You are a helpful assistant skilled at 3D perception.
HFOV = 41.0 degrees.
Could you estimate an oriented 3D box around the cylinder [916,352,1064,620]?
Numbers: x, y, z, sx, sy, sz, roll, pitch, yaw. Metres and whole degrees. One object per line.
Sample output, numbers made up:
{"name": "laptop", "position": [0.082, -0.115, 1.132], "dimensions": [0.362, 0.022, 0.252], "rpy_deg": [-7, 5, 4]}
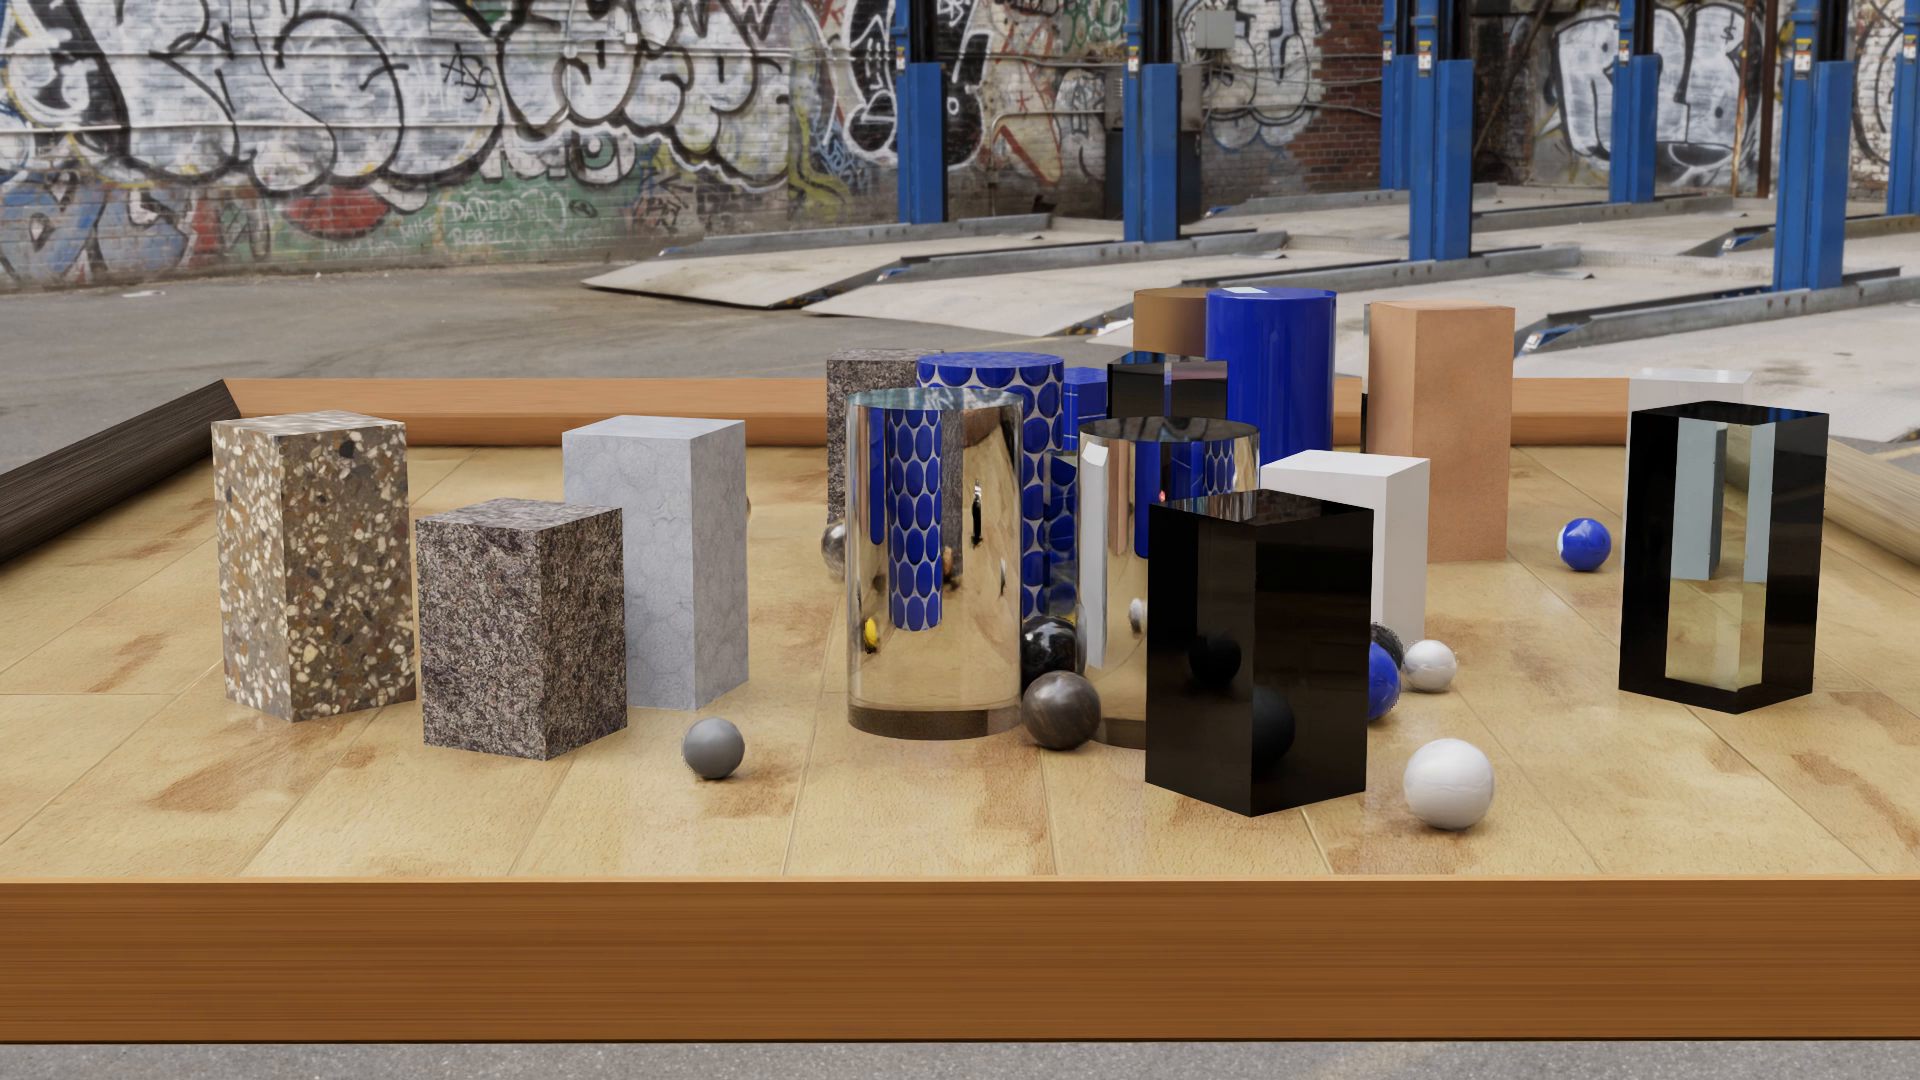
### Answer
{"name": "cylinder", "position": [0.041, -0.076, 3.472], "dimensions": [0.198, 0.338, 0.198], "rpy_deg": [0, 10, 0]}

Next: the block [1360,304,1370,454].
{"name": "block", "position": [0.766, -0.211, 4.191], "dimensions": [0.159, 0.341, 0.159], "rpy_deg": [-4, 11, -22]}

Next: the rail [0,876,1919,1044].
{"name": "rail", "position": [0.009, 0.311, 1.947], "dimensions": [2.833, 0.129, 0.045], "rpy_deg": [0, 10, 0]}

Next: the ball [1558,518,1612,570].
{"name": "ball", "position": [0.911, 0.006, 3.743], "dimensions": [0.077, 0.077, 0.077], "rpy_deg": [0, 10, 0]}

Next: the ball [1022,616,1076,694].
{"name": "ball", "position": [0.100, 0.138, 2.972], "dimensions": [0.099, 0.099, 0.099], "rpy_deg": [0, 10, 0]}

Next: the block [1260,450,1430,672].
{"name": "block", "position": [0.470, 0.029, 3.142], "dimensions": [0.159, 0.251, 0.159], "rpy_deg": [6, 12, 28]}

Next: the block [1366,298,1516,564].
{"name": "block", "position": [0.718, -0.167, 3.857], "dimensions": [0.159, 0.375, 0.159], "rpy_deg": [-3, 11, -16]}

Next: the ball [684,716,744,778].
{"name": "ball", "position": [-0.255, 0.215, 2.655], "dimensions": [0.063, 0.063, 0.063], "rpy_deg": [0, 10, 0]}

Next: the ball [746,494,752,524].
{"name": "ball", "position": [-0.374, -0.048, 3.974], "dimensions": [0.099, 0.099, 0.099], "rpy_deg": [0, 10, 0]}

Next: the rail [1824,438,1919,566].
{"name": "rail", "position": [1.393, 0.032, 3.457], "dimensions": [0.045, 0.129, 3.101], "rpy_deg": [0, 10, 0]}

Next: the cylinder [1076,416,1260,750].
{"name": "cylinder", "position": [0.227, 0.044, 2.827], "dimensions": [0.198, 0.336, 0.198], "rpy_deg": [0, 10, 0]}

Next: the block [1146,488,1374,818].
{"name": "block", "position": [0.302, 0.109, 2.599], "dimensions": [0.159, 0.291, 0.159], "rpy_deg": [-8, 13, -36]}

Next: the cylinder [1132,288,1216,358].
{"name": "cylinder", "position": [0.387, -0.236, 4.287], "dimensions": [0.198, 0.355, 0.198], "rpy_deg": [0, 10, 0]}

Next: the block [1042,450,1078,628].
{"name": "block", "position": [0.204, 0.015, 3.243], "dimensions": [0.159, 0.241, 0.159], "rpy_deg": [-3, 11, -15]}

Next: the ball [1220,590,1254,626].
{"name": "ball", "position": [0.365, 0.089, 3.380], "dimensions": [0.046, 0.046, 0.046], "rpy_deg": [0, 10, 0]}

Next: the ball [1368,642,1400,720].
{"name": "ball", "position": [0.446, 0.158, 2.879], "dimensions": [0.093, 0.093, 0.093], "rpy_deg": [0, 10, 0]}

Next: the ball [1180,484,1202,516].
{"name": "ball", "position": [0.386, -0.065, 4.191], "dimensions": [0.053, 0.053, 0.053], "rpy_deg": [0, 10, 0]}

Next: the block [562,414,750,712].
{"name": "block", "position": [-0.353, 0.023, 3.001], "dimensions": [0.159, 0.314, 0.159], "rpy_deg": [3, 11, 18]}

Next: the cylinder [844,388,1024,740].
{"name": "cylinder", "position": [-0.029, 0.022, 2.867], "dimensions": [0.198, 0.364, 0.198], "rpy_deg": [0, 10, 0]}

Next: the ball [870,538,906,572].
{"name": "ball", "position": [-0.104, 0.022, 3.730], "dimensions": [0.051, 0.051, 0.051], "rpy_deg": [0, 10, 0]}

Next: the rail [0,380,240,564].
{"name": "rail", "position": [-1.393, 0.035, 3.441], "dimensions": [0.045, 0.129, 3.101], "rpy_deg": [0, 10, 0]}

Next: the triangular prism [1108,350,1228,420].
{"name": "triangular prism", "position": [0.270, -0.098, 3.628], "dimensions": [0.172, 0.324, 0.149], "rpy_deg": [-3, 11, -13]}

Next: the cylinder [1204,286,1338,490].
{"name": "cylinder", "position": [0.473, -0.186, 3.933], "dimensions": [0.198, 0.386, 0.198], "rpy_deg": [0, 10, 0]}

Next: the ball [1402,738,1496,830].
{"name": "ball", "position": [0.472, 0.235, 2.475], "dimensions": [0.088, 0.088, 0.088], "rpy_deg": [0, 10, 0]}

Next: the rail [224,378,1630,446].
{"name": "rail", "position": [-0.009, -0.245, 4.950], "dimensions": [2.833, 0.129, 0.045], "rpy_deg": [0, 10, 0]}

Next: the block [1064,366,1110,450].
{"name": "block", "position": [0.178, -0.111, 3.842], "dimensions": [0.159, 0.272, 0.159], "rpy_deg": [-9, 14, -40]}

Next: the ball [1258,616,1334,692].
{"name": "ball", "position": [0.394, 0.135, 3.016], "dimensions": [0.089, 0.089, 0.089], "rpy_deg": [0, 10, 0]}

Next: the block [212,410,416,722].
{"name": "block", "position": [-0.744, 0.025, 2.959], "dimensions": [0.159, 0.325, 0.159], "rpy_deg": [-9, 14, -42]}

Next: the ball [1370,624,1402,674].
{"name": "ball", "position": [0.479, 0.138, 3.017], "dimensions": [0.081, 0.081, 0.081], "rpy_deg": [0, 10, 0]}

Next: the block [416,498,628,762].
{"name": "block", "position": [-0.477, 0.093, 2.802], "dimensions": [0.159, 0.248, 0.159], "rpy_deg": [5, 12, 25]}

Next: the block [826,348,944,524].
{"name": "block", "position": [-0.109, -0.123, 3.810], "dimensions": [0.159, 0.307, 0.159], "rpy_deg": [1, 11, 4]}

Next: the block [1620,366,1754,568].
{"name": "block", "position": [1.075, -0.105, 3.790], "dimensions": [0.159, 0.279, 0.159], "rpy_deg": [4, 11, 22]}

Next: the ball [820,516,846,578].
{"name": "ball", "position": [-0.154, 0.010, 3.679], "dimensions": [0.093, 0.093, 0.093], "rpy_deg": [0, 10, 0]}

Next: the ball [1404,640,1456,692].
{"name": "ball", "position": [0.553, 0.148, 3.020], "dimensions": [0.061, 0.061, 0.061], "rpy_deg": [0, 10, 0]}

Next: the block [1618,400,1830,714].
{"name": "block", "position": [0.890, 0.016, 2.994], "dimensions": [0.159, 0.331, 0.159], "rpy_deg": [-9, 14, -40]}

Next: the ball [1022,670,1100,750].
{"name": "ball", "position": [0.108, 0.183, 2.766], "dimensions": [0.085, 0.085, 0.085], "rpy_deg": [0, 10, 0]}
